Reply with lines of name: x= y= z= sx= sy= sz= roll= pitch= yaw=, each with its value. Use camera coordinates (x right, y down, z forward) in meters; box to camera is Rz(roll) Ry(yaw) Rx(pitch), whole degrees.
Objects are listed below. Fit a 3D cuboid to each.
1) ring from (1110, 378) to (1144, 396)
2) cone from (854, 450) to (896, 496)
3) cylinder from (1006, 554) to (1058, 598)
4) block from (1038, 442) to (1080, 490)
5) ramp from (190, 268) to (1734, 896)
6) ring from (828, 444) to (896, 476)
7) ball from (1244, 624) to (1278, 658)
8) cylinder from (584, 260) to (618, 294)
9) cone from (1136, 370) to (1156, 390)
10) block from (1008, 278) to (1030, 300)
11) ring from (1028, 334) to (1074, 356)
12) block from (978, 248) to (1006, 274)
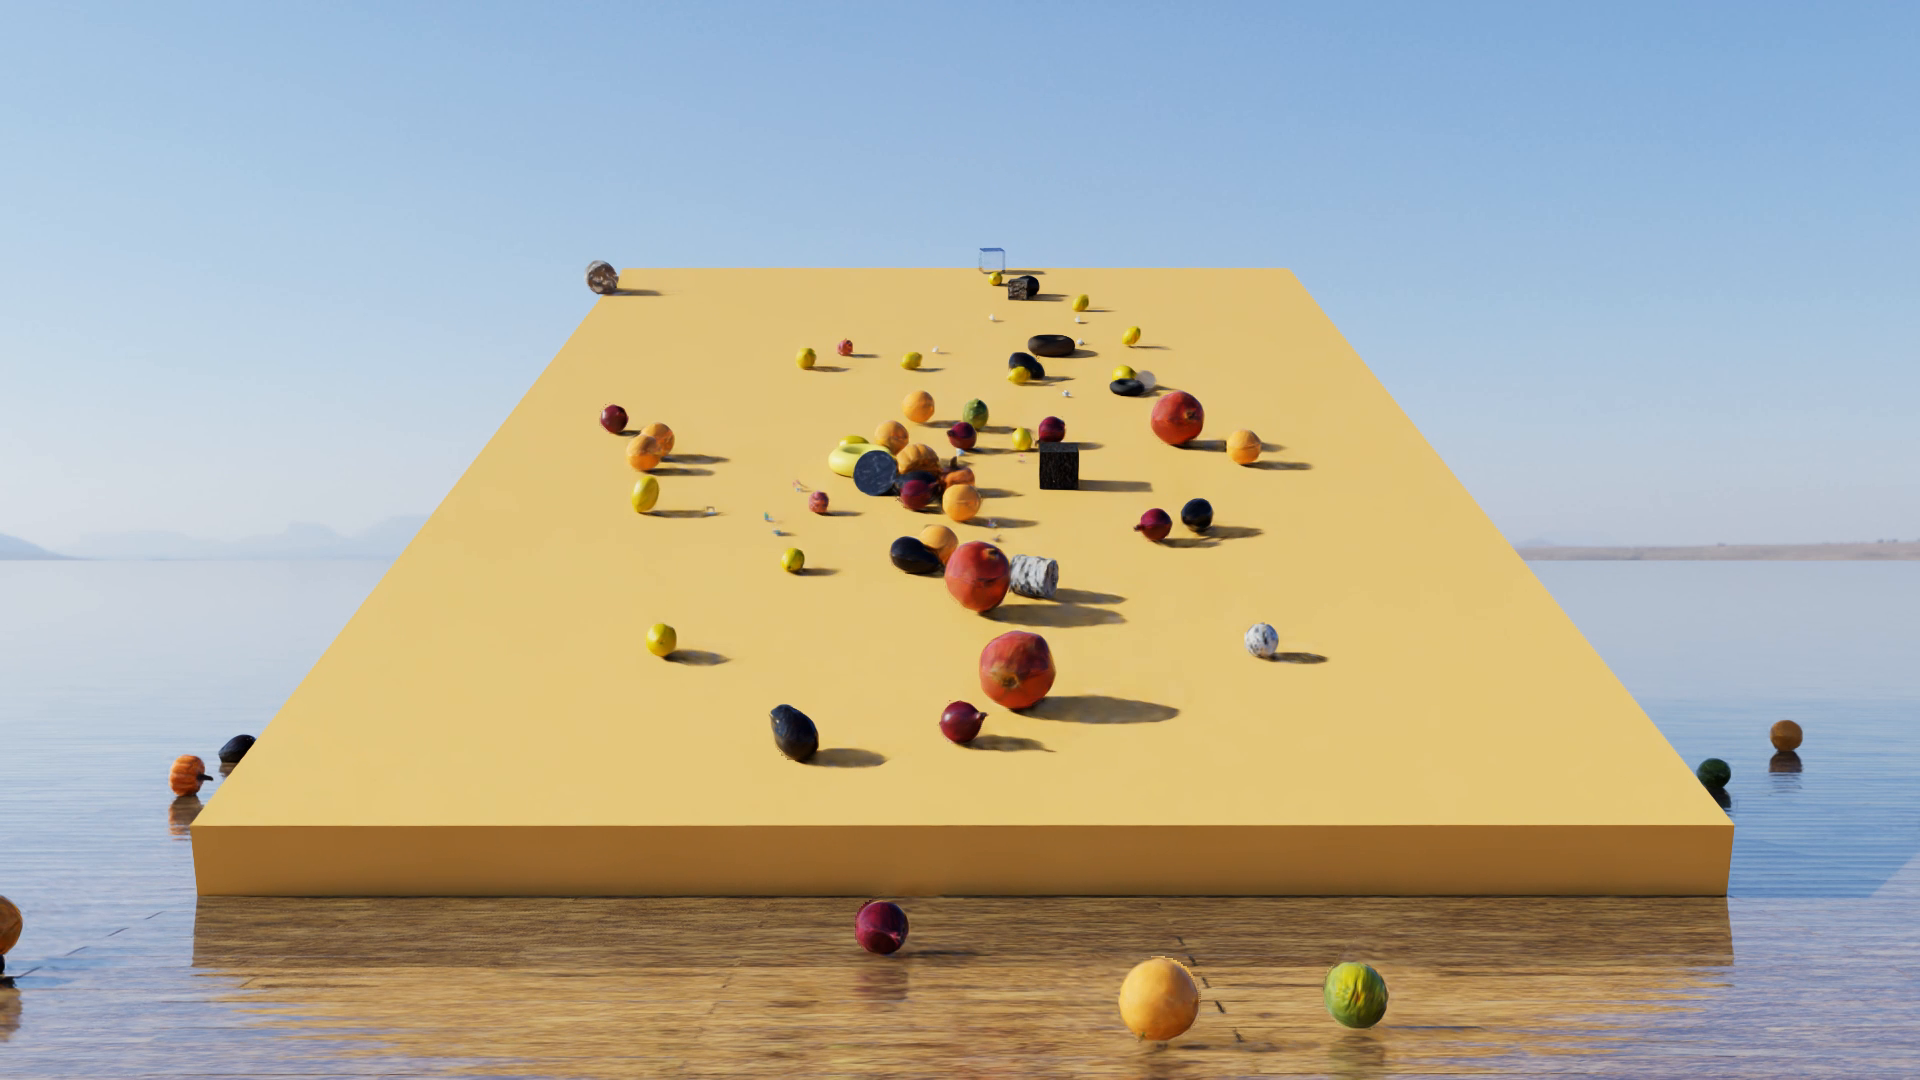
ring: x=0.388 y=-0.353 z=5.157 sx=0.080 sy=0.027 sz=0.080 roll=2 pitch=21 yaw=-1
cone: x=-0.149 y=-0.123 z=4.393 sx=0.092 sy=0.092 sz=0.092 roll=0 pitch=-11 yaw=23
cylinder: x=0.123 y=0.061 z=3.760 sx=0.067 sy=0.067 sz=0.067 roll=8 pitch=3 yaw=24
block: x=0.196 y=-0.147 z=4.413 sx=0.076 sy=0.076 sz=0.076 roll=0 pitch=17 yaw=1
ramp: x=-0.003 y=-0.177 z=4.806 sx=2.000 sy=0.100 sz=4.000 roll=0 pitch=17 yaw=0
ring: x=-0.198 y=-0.161 z=4.510 sx=0.137 sy=0.046 sz=0.137 roll=1 pitch=17 yaw=0
ball: x=0.470 y=0.157 z=3.476 sx=0.054 sy=0.054 sz=0.054 roll=0 pitch=0 yaw=0
cylinder: x=-1.018 y=-0.745 z=6.315 sx=0.085 sy=0.085 sz=0.085 roll=0 pitch=16 yaw=-16
cone: x=0.436 y=-0.367 z=5.211 sx=0.051 sy=0.051 sz=0.051 roll=0 pitch=-18 yaw=6
block: x=0.164 y=-0.701 z=6.233 sx=0.053 sy=0.053 sz=0.053 roll=3 pitch=18 yaw=9
ring: x=0.228 y=-0.487 z=5.568 sx=0.120 sy=0.040 sz=0.120 roll=1 pitch=16 yaw=0
block: x=0.095 y=-0.831 z=6.624 sx=0.067 sy=0.067 sz=0.067 roll=-4 pitch=18 yaw=-12
